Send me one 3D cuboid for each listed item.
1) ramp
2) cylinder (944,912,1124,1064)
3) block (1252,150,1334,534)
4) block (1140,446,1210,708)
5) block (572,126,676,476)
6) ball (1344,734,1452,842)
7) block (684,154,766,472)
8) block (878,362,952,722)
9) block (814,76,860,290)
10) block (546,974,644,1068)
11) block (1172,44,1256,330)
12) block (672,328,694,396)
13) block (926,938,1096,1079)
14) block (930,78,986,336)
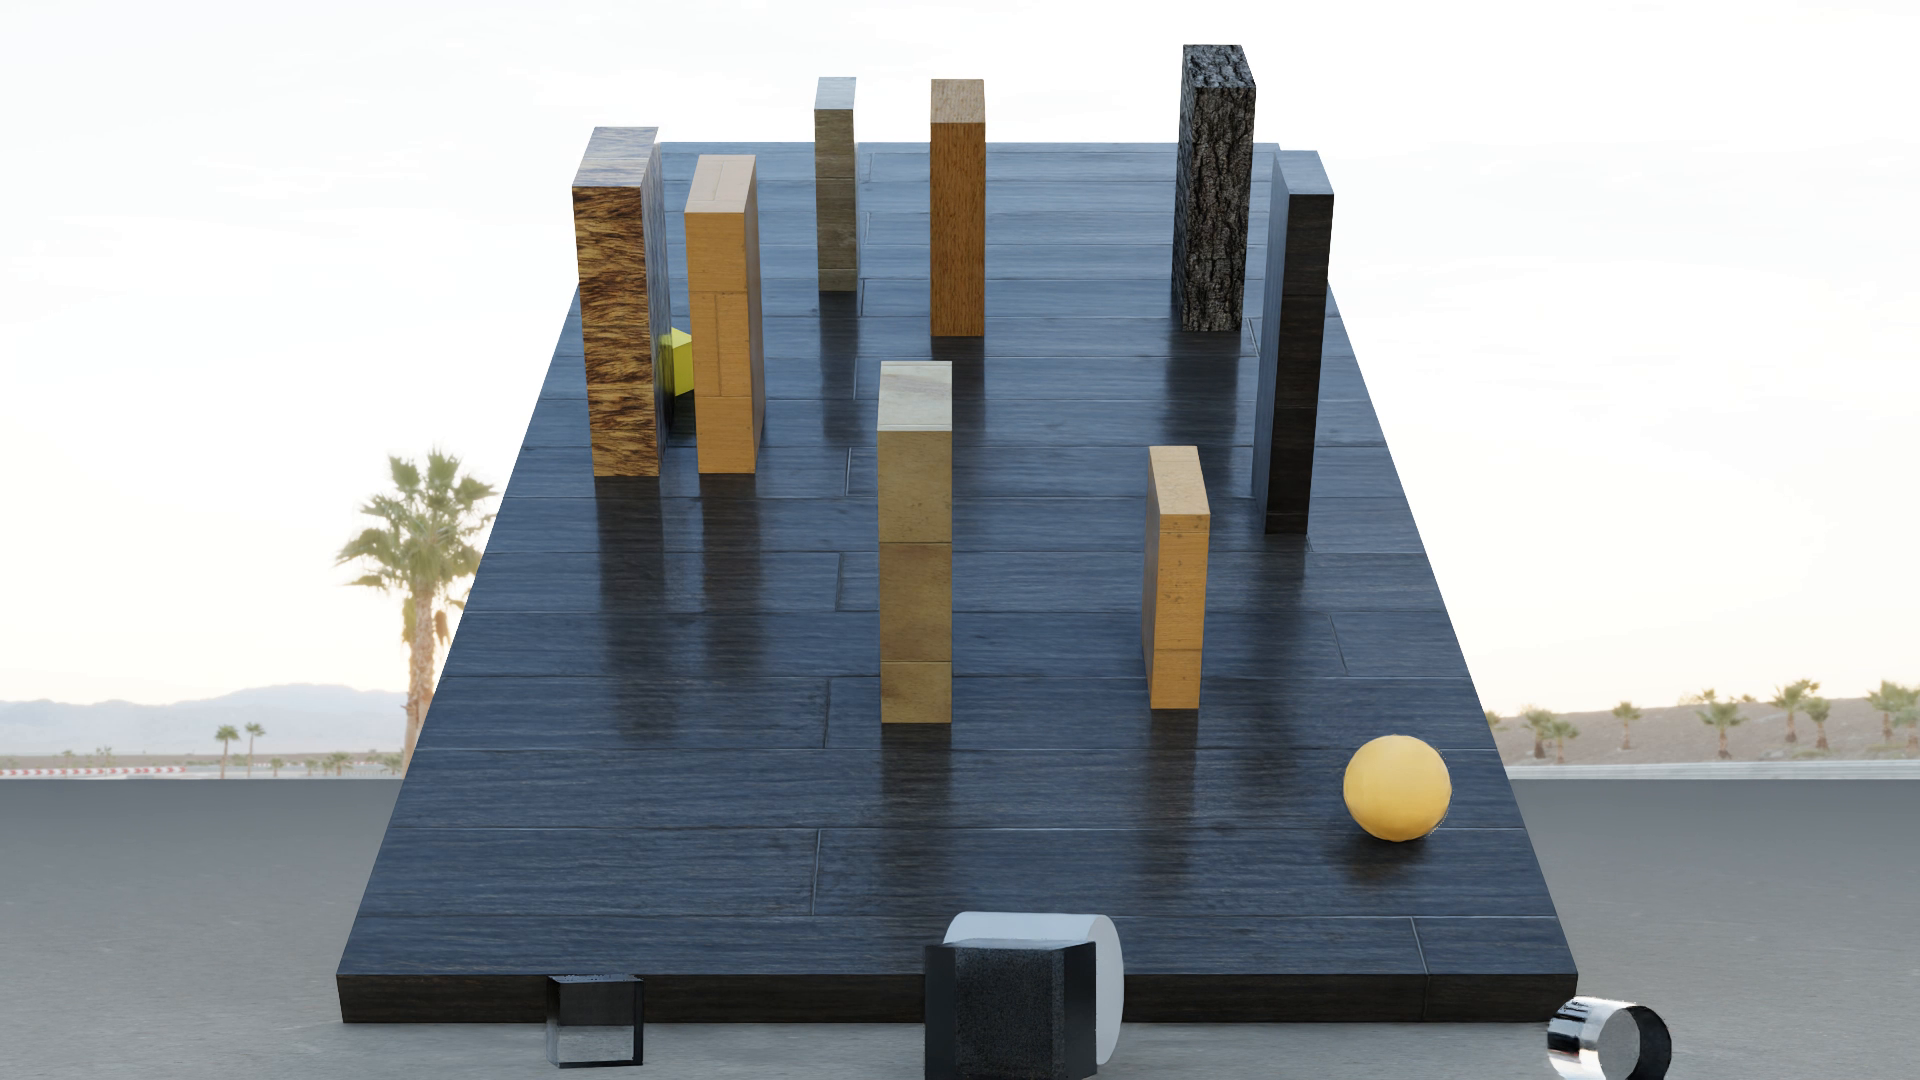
[{"bbox_3d":[-0.012,-0.219,5.634,2.000,0.100,4.000,0,29,0],"label":"ramp"},{"bbox_3d":[0.102,0.633,3.395,0.207,0.207,0.207,-2,-6,21],"label":"cylinder"},{"bbox_3d":[0.702,-0.414,5.087,0.091,0.774,0.261,0,29,0],"label":"block"},{"bbox_3d":[0.408,0.070,4.571,0.090,0.418,0.277,0,29,0],"label":"block"},{"bbox_3d":[-0.750,-0.538,5.394,0.146,0.687,0.386,0,29,0],"label":"block"},{"bbox_3d":[0.758,0.430,4.159,0.185,0.185,0.185,0,-6,0],"label":"ball"},{"bbox_3d":[-0.526,-0.511,5.412,0.126,0.623,0.361,0,29,0],"label":"block"},{"bbox_3d":[-0.081,0.005,4.486,0.131,0.610,0.295,0,29,0],"label":"block"},{"bbox_3d":[-0.322,-0.941,6.327,0.102,0.498,0.267,0,29,0],"label":"block"},{"bbox_3d":[-0.514,0.676,3.375,0.117,0.117,0.117,2,-6,-18],"label":"block"},{"bbox_3d":[0.642,-0.898,6.107,0.150,0.641,0.352,0,29,0],"label":"block"},{"bbox_3d":[-0.717,-0.427,5.776,0.125,0.125,0.125,25,37,37],"label":"block"},{"bbox_3d":[0.070,0.629,3.200,0.178,0.178,0.178,-2,-6,22],"label":"block"},{"bbox_3d":[-0.007,-0.846,6.089,0.136,0.563,0.342,0,29,0],"label":"block"}]
